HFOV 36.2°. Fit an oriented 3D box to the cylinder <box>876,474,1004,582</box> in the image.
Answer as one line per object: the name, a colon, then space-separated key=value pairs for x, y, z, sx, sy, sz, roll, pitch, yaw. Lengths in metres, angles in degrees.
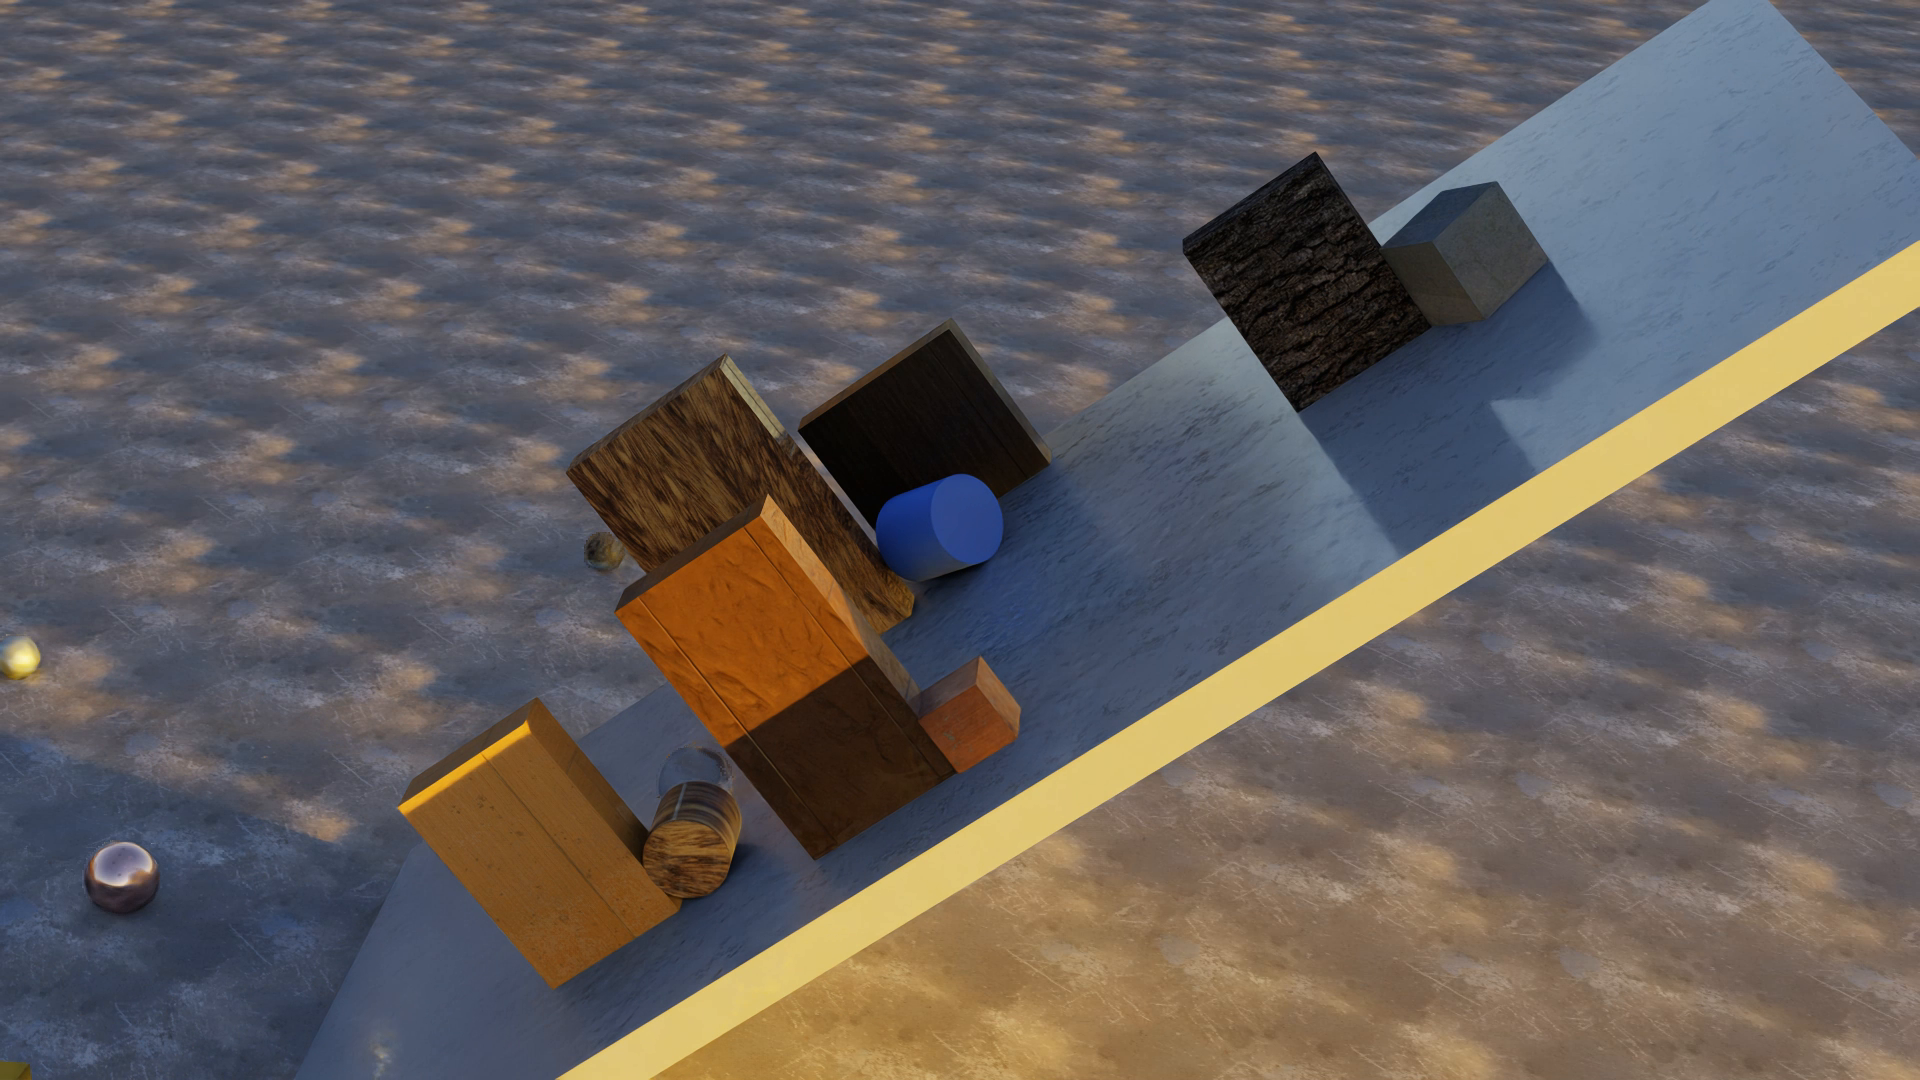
cylinder: x=-0.047 y=-0.027 z=6.714 sx=0.208 sy=0.208 sz=0.208 roll=-20 pitch=1 yaw=-40

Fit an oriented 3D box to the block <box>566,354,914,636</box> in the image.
block: x=-0.495 y=-0.009 z=6.690 sx=0.439 sy=0.718 sz=0.105 roll=-33 pitch=16 yaw=15

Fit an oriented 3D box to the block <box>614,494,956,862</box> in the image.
block: x=-0.324 y=0.269 z=5.656 sx=0.350 sy=0.636 sz=0.116 roll=-33 pitch=16 yaw=15

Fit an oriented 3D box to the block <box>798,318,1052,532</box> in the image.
block: x=-0.083 y=-0.236 z=7.019 sx=0.445 sy=0.410 sz=0.091 roll=-33 pitch=16 yaw=15

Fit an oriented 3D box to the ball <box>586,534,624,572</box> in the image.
ball: x=-1.175 y=0.042 z=9.747 sx=0.126 sy=0.126 sz=0.126 roll=0 pitch=22 yaw=0

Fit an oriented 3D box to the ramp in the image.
ramp: x=0.134 y=0.175 z=6.311 sx=4.000 sy=0.100 sz=2.000 roll=-33 pitch=16 yaw=15

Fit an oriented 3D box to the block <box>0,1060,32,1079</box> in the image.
block: x=-2.188 y=1.285 z=6.554 sx=0.181 sy=0.181 sz=0.181 roll=3 pitch=22 yaw=8

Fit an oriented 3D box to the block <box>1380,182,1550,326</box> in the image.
block: x=1.022 y=-0.580 z=5.973 sx=0.199 sy=0.199 sz=0.199 roll=-42 pitch=16 yaw=-18

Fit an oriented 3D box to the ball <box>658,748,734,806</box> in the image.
ball: x=-0.571 y=0.529 z=6.344 sx=0.162 sy=0.162 sz=0.162 roll=0 pitch=22 yaw=0

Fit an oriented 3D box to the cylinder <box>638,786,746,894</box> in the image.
cylinder: x=-0.547 y=0.612 z=6.022 sx=0.177 sy=0.177 sz=0.177 roll=4 pitch=12 yaw=11

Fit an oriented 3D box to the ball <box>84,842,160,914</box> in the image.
ball: x=-2.160 y=0.871 z=7.584 sx=0.187 sy=0.187 sz=0.187 roll=0 pitch=22 yaw=0

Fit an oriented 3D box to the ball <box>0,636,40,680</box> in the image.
ball: x=-2.869 y=0.357 z=8.948 sx=0.133 sy=0.133 sz=0.133 roll=0 pitch=22 yaw=0

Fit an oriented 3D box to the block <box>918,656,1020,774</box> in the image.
block: x=0.019 y=0.335 z=5.653 sx=0.137 sy=0.137 sz=0.137 roll=-33 pitch=16 yaw=15

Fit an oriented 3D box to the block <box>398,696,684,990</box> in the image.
block: x=-0.851 y=0.625 z=6.034 sx=0.334 sy=0.507 sz=0.129 roll=-33 pitch=16 yaw=15

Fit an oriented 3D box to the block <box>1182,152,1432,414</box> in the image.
block: x=0.716 y=-0.531 z=6.084 sx=0.329 sy=0.423 sz=0.099 roll=-33 pitch=16 yaw=15
